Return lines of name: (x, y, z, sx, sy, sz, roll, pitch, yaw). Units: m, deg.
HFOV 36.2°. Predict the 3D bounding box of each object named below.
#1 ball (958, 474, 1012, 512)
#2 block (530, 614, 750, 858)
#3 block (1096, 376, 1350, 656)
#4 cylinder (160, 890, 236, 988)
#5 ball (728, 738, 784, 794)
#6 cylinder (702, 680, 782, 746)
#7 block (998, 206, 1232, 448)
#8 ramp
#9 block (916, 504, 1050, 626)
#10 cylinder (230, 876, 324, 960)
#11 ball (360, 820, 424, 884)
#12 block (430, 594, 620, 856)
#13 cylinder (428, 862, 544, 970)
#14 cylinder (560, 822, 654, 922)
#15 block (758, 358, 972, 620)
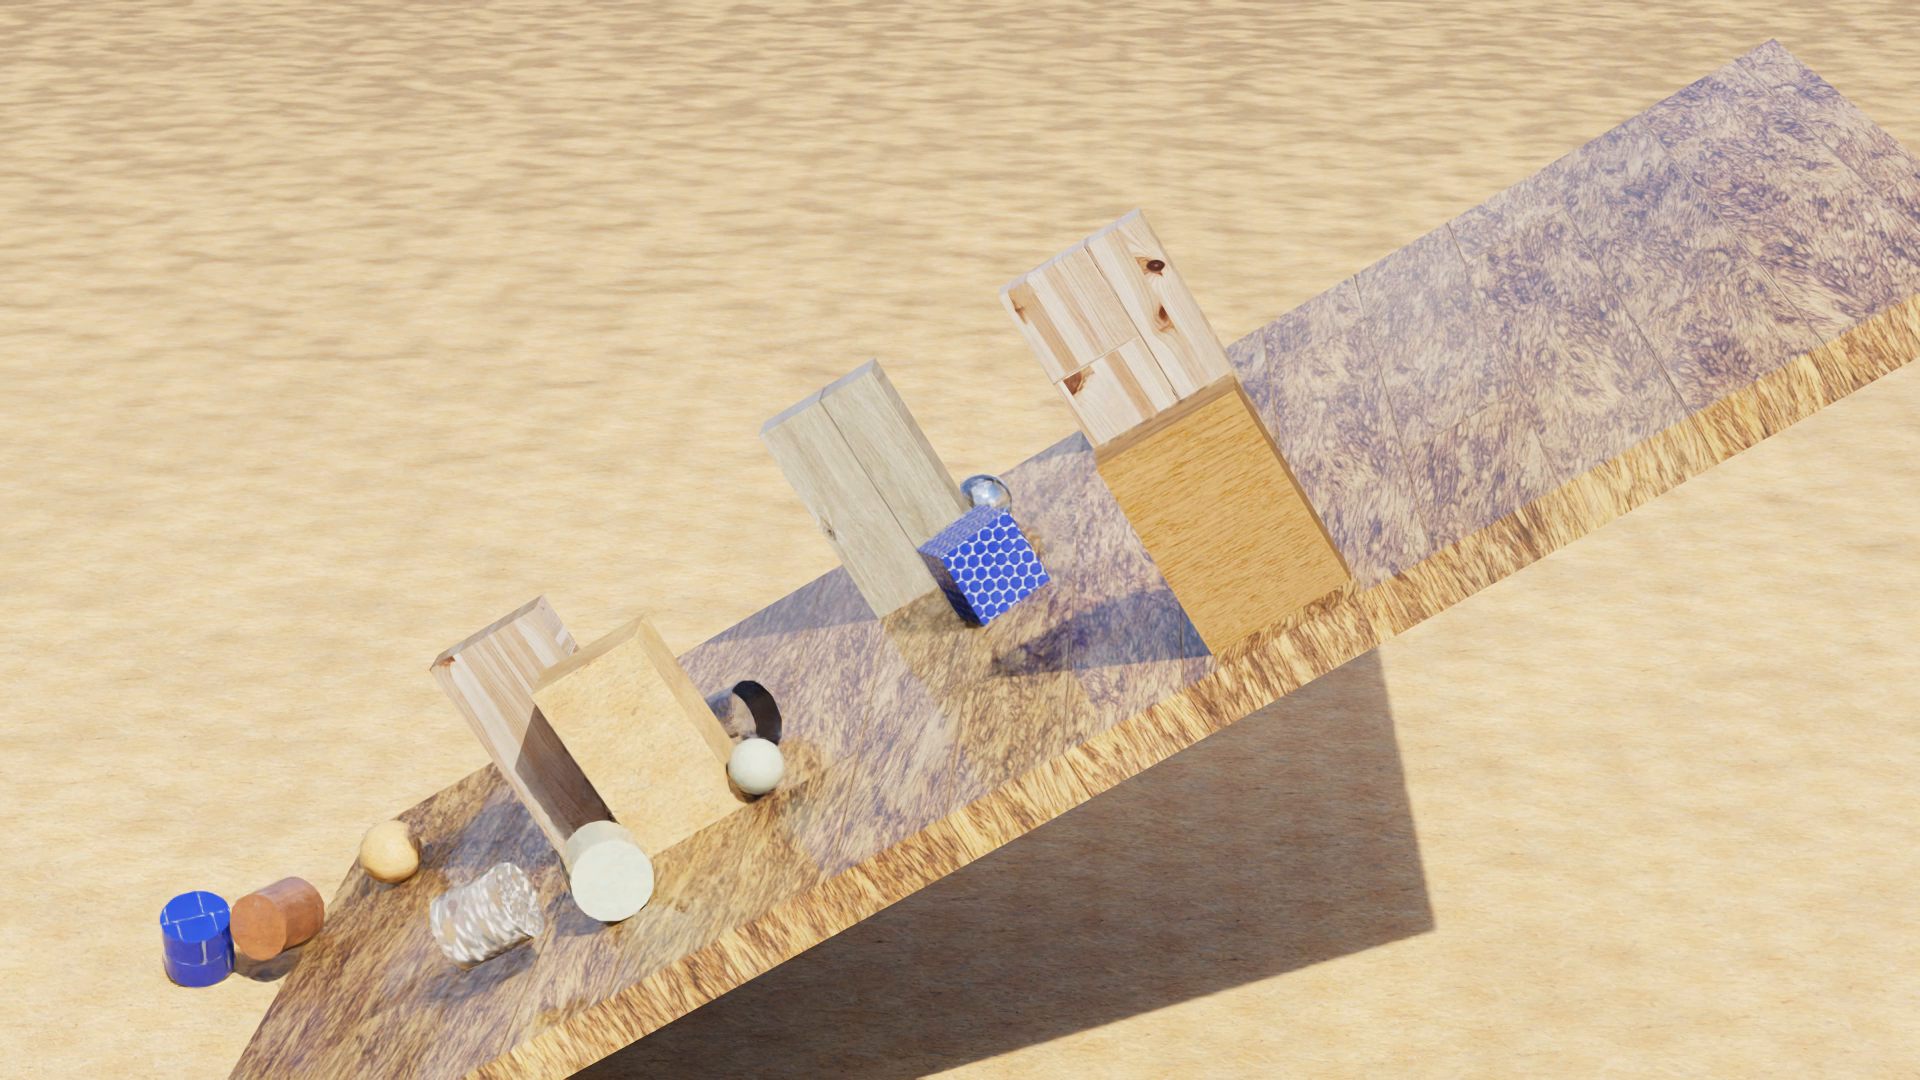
ball: (0.053, -0.086, 6.820, 0.137, 0.137, 0.137, 0, 19, 0)
block: (-0.655, 0.409, 6.115, 0.257, 0.428, 0.138, -29, 15, 13)
block: (0.472, -0.043, 5.274, 0.283, 0.412, 0.095, -29, 15, 13)
cylinder: (-1.819, 0.953, 7.023, 0.163, 0.163, 0.163, 4, 40, -4)
ball: (-0.420, 0.466, 6.052, 0.117, 0.117, 0.117, 0, 19, 0)
cylinder: (-0.499, 0.404, 6.331, 0.165, 0.165, 0.165, -23, 5, 34)
block: (0.367, -0.496, 6.912, 0.380, 0.432, 0.087, -29, 15, 13)
ramp: (0.141, 0.169, 6.289, 4.000, 0.100, 2.000, -29, 15, 13)
block: (0.049, 0.051, 6.307, 0.178, 0.178, 0.178, -36, 15, -11)
cylinder: (-1.622, 0.898, 6.991, 0.159, 0.159, 0.159, 8, 12, 20)
ball: (-1.361, 0.746, 7.039, 0.151, 0.151, 0.151, 0, 19, 0)
block: (-0.871, 0.414, 6.338, 0.274, 0.534, 0.090, -29, 15, 13)
cylinder: (-0.938, 0.746, 5.830, 0.162, 0.162, 0.162, -28, 15, 14)
cylinder: (-0.711, 0.666, 5.923, 0.166, 0.166, 0.166, -5, 9, -14)
block: (-0.188, -0.115, 6.676, 0.299, 0.510, 0.107, -29, 15, 13)
